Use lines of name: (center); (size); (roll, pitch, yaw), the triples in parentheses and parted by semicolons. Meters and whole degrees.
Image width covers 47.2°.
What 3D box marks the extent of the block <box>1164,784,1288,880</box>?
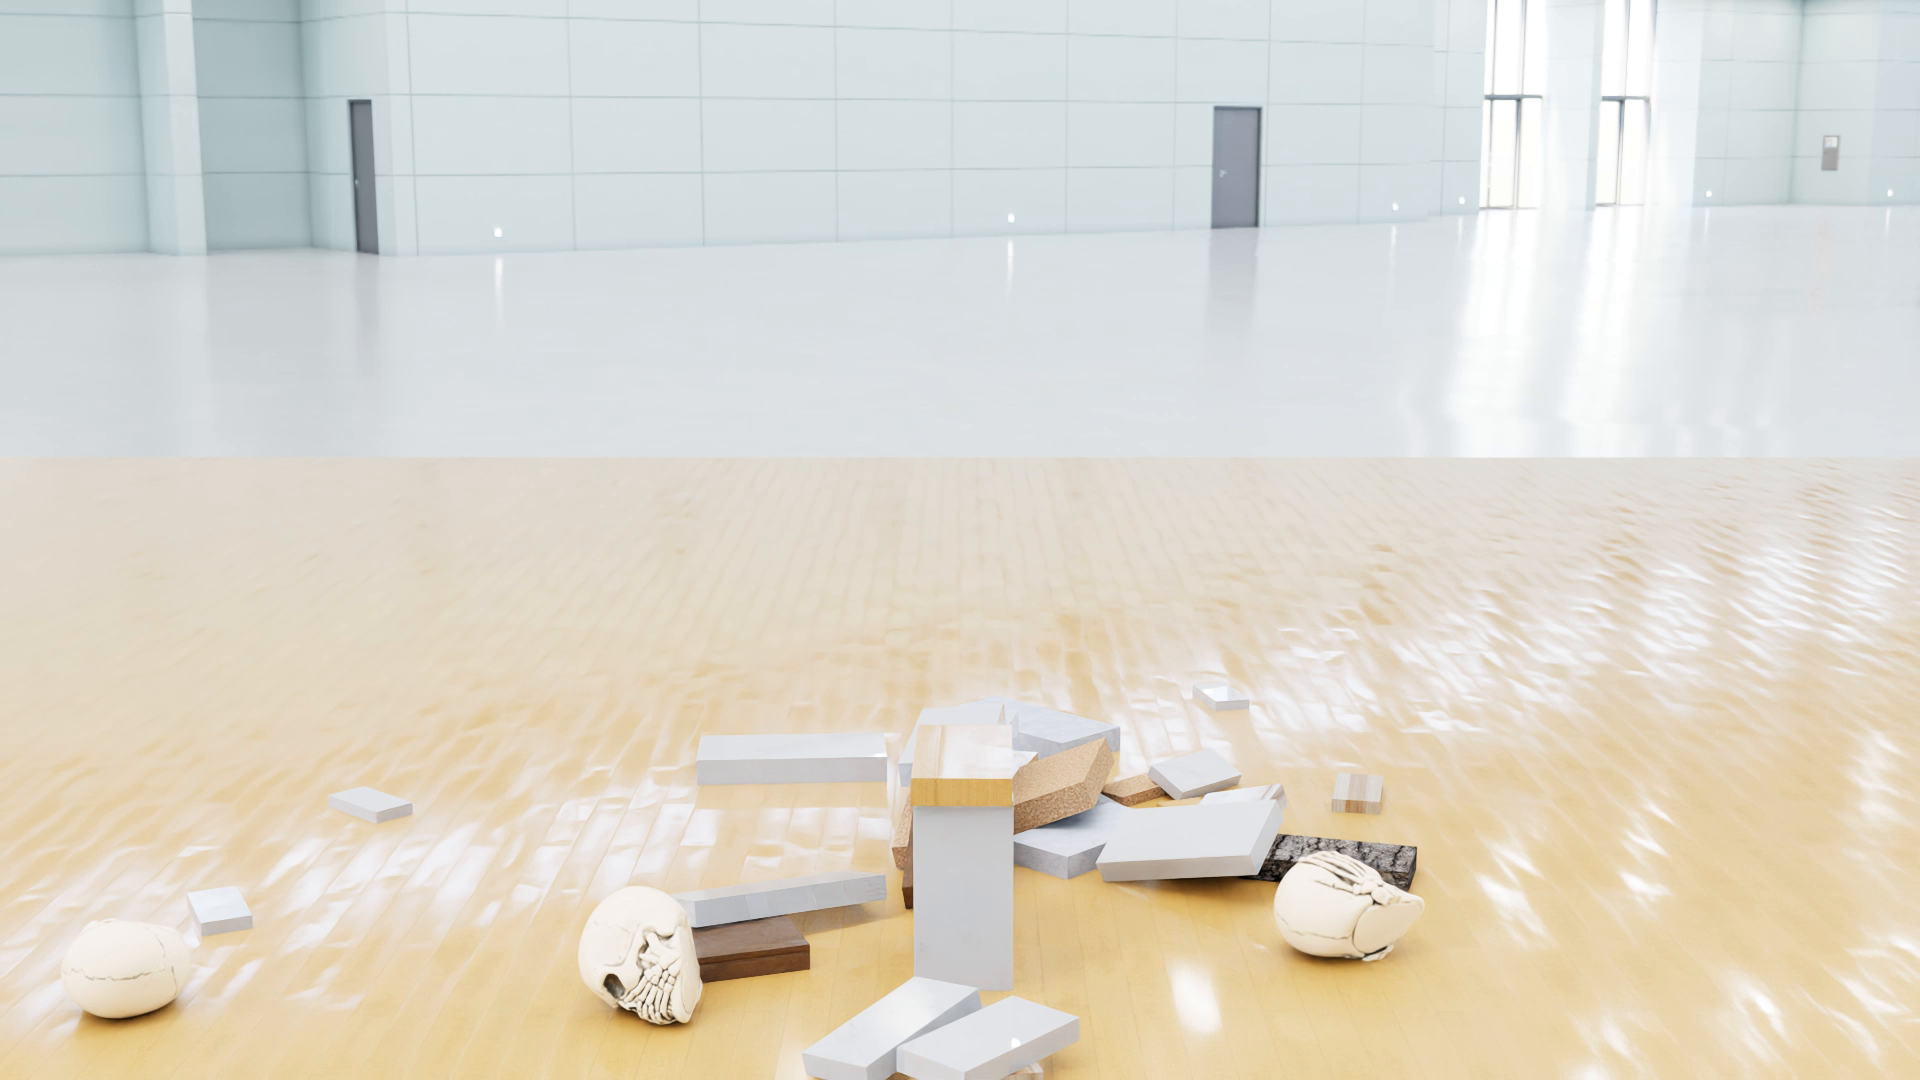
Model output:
block: (0.457, 0.505, 3.825); (0.144, 0.041, 0.289); (-12, 11, 28)

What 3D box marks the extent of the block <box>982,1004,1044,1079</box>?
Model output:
block: (0.024, 0.698, 2.996); (0.118, 0.034, 0.237); (-3, 11, -14)

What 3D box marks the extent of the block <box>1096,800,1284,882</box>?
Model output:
block: (0.385, 0.505, 3.693); (0.289, 0.041, 0.144); (-9, 28, 33)

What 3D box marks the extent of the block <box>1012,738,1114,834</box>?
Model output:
block: (0.175, 0.453, 4.043); (0.177, 0.050, 0.354); (-20, 4, 12)

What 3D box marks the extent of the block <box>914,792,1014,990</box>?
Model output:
block: (0.005, 0.520, 3.247); (0.146, 0.292, 0.041); (0, 11, 0)

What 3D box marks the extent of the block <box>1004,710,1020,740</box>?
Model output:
block: (0.022, 0.374, 4.209); (0.146, 0.041, 0.292); (-2, 6, 9)

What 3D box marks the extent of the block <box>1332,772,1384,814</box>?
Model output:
block: (0.757, 0.482, 4.184); (0.088, 0.025, 0.175); (2, 11, 13)

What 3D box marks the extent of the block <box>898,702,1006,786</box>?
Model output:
block: (-0.010, 0.366, 3.959); (0.153, 0.043, 0.307); (-5, 13, 8)

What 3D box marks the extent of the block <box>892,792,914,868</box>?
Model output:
block: (-0.014, 0.466, 3.894); (0.153, 0.043, 0.307); (-5, 27, 13)

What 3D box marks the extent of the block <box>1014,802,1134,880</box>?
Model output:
block: (0.228, 0.529, 3.885); (0.144, 0.041, 0.289); (10, 14, 42)

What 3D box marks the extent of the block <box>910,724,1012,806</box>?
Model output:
block: (0.005, 0.337, 3.315); (0.146, 0.041, 0.292); (0, 11, 1)

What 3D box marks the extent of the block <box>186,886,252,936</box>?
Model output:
block: (-1.199, 0.599, 3.558); (0.079, 0.022, 0.157); (-5, 12, -26)

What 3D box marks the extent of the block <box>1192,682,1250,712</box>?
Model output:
block: (0.581, 0.349, 4.906); (0.078, 0.022, 0.157); (-2, 11, -13)

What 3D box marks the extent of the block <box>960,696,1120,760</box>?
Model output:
block: (0.142, 0.396, 4.577); (0.177, 0.050, 0.354); (-10, 15, -44)

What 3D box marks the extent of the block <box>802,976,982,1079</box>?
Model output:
block: (-0.091, 0.671, 3.006); (0.118, 0.034, 0.237); (1, 17, 41)

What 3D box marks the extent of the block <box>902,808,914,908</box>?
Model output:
block: (-0.006, 0.506, 3.713); (0.153, 0.043, 0.307); (-5, 27, 7)

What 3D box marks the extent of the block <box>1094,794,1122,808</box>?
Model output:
block: (0.236, 0.495, 4.120); (0.078, 0.022, 0.157); (-5, 12, -26)

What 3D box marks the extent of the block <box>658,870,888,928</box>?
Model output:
block: (-0.298, 0.573, 3.521); (0.335, 0.040, 0.141); (-3, -3, -31)

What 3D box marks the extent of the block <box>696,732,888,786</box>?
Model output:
block: (-0.333, 0.434, 4.373); (0.370, 0.050, 0.177); (-1, 11, -4)

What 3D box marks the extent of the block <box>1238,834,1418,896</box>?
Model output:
block: (0.631, 0.552, 3.764); (0.283, 0.040, 0.141); (3, 11, 17)

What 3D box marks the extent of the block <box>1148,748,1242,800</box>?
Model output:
block: (0.454, 0.453, 4.243); (0.176, 0.025, 0.088); (-10, 39, -42)

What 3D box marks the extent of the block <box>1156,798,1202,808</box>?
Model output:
block: (0.439, 0.512, 4.022); (0.088, 0.025, 0.175); (-4, 11, -22)

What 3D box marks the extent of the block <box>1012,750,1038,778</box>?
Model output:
block: (0.043, 0.463, 4.241); (0.146, 0.041, 0.292); (3, 11, 16)

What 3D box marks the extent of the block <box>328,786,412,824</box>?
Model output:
block: (-1.104, 0.495, 4.117); (0.158, 0.022, 0.079); (9, 14, 41)

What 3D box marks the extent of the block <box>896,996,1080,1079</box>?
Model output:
block: (0.040, 0.674, 2.941); (0.118, 0.034, 0.237); (9, 14, 41)

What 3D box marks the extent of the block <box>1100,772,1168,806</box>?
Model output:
block: (0.362, 0.474, 4.233); (0.231, 0.022, 0.078); (-10, 14, -43)

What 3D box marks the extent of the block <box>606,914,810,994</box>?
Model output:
block: (-0.384, 0.628, 3.353); (0.283, 0.040, 0.141); (-4, 11, -19)
